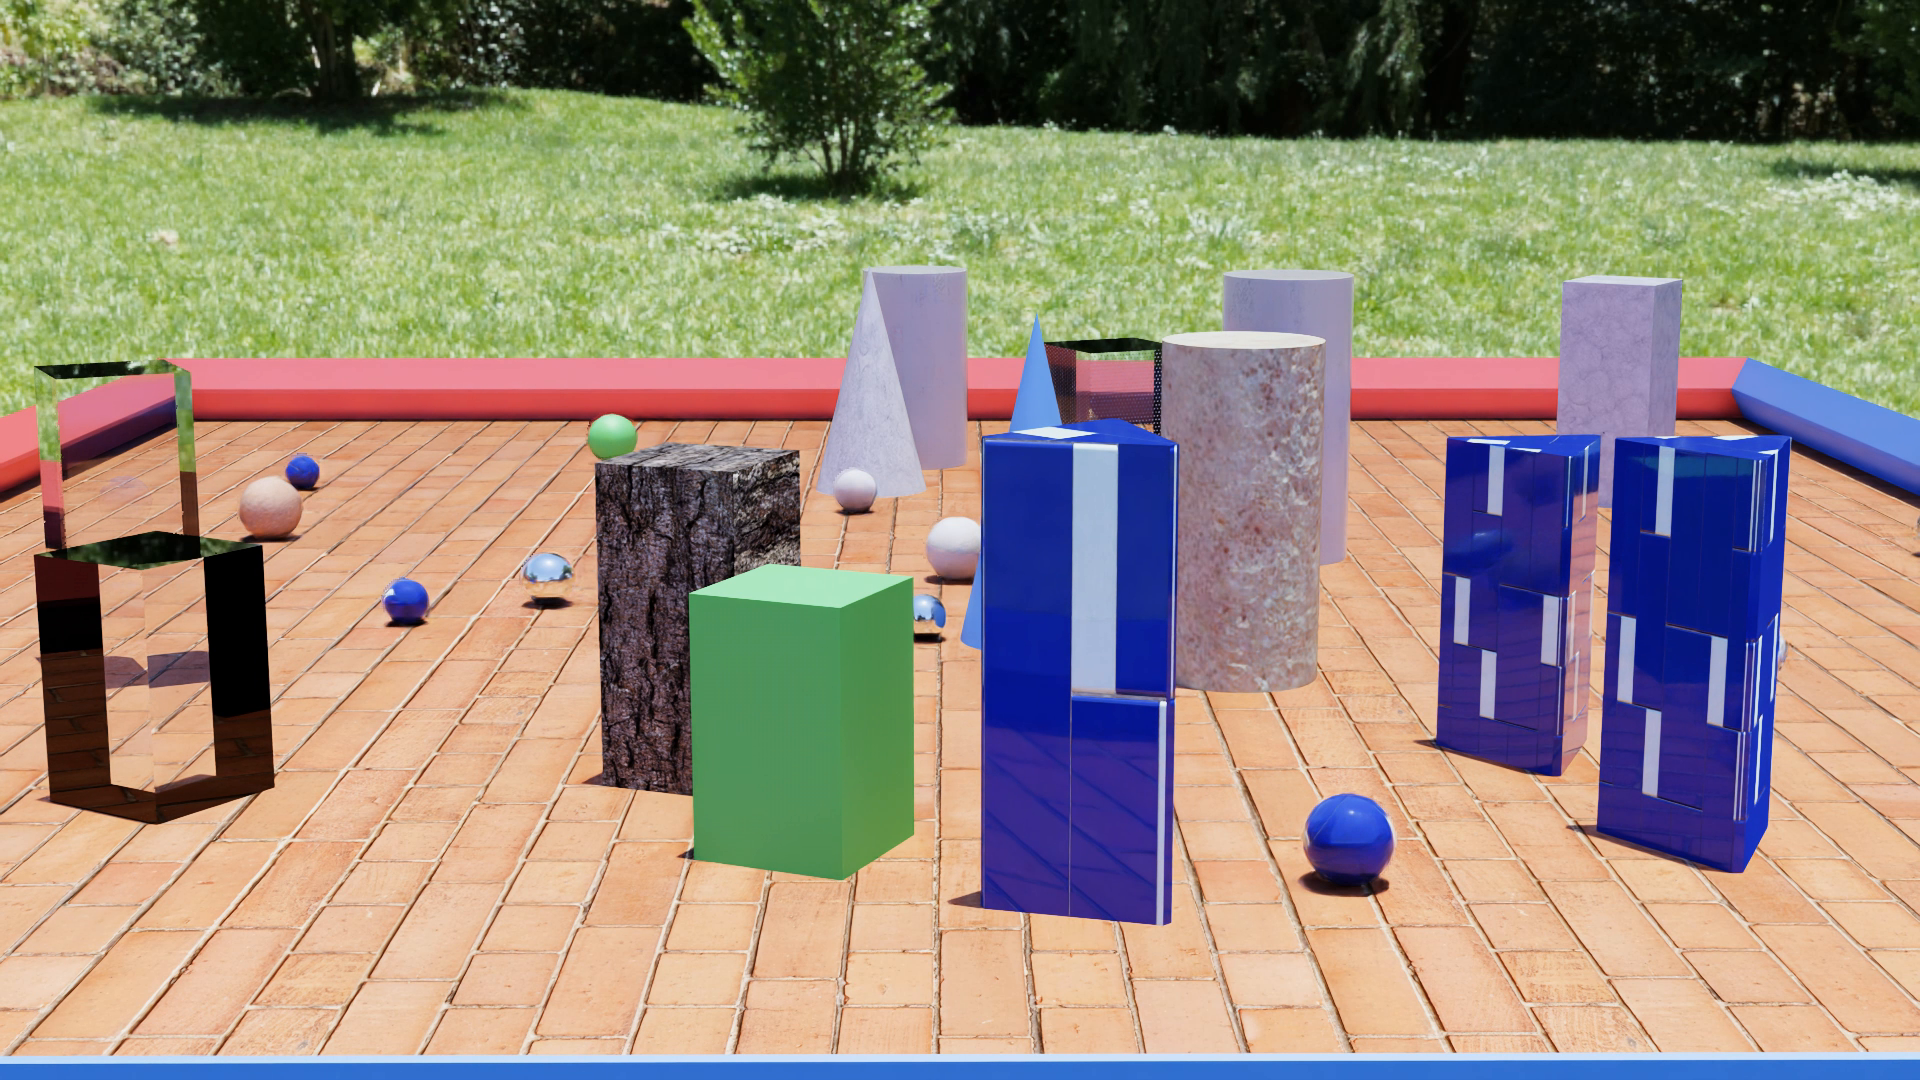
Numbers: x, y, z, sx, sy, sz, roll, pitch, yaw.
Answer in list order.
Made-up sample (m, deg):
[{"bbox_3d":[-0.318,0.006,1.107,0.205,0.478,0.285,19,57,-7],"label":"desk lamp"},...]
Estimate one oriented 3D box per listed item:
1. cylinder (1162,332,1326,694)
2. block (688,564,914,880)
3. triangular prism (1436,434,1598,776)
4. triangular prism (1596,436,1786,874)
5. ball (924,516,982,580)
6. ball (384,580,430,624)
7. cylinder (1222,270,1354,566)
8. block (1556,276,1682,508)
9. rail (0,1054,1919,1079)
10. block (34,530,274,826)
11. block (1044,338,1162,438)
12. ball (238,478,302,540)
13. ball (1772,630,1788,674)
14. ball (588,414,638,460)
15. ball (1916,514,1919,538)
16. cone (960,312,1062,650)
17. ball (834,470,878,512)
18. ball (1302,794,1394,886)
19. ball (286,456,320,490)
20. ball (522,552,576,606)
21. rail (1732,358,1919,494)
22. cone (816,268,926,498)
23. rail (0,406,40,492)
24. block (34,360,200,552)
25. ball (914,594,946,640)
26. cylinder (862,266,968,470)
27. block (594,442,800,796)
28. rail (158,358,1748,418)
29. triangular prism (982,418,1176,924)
[{"bbox_3d":[0.334,-0.037,3.061,0.192,0.405,0.192,0,11,0],"label":"cylinder"},{"bbox_3d":[-0.145,0.165,2.392,0.154,0.252,0.154,5,12,24],"label":"block"},{"bbox_3d":[0.624,0.060,2.729,0.144,0.335,0.166,-8,13,-36],"label":"triangular prism"},{"bbox_3d":[0.719,0.097,2.408,0.144,0.381,0.166,-7,13,-35],"label":"triangular prism"},{"bbox_3d":[-0.004,0.012,3.655,0.091,0.091,0.091,0,11,0],"label":"ball"},{"bbox_3d":[-0.727,0.081,3.372,0.058,0.058,0.058,0,11,0],"label":"ball"},{"bbox_3d":[0.483,-0.184,3.809,0.192,0.420,0.192,0,11,0],"label":"cylinder"},{"bbox_3d":[1.102,-0.249,4.296,0.154,0.371,0.154,7,12,32],"label":"block"},{"bbox_3d":[0.011,0.374,1.609,3.286,0.125,0.045,0,11,0],"label":"rail"},{"bbox_3d":[-0.803,0.133,2.565,0.154,0.251,0.154,6,12,31],"label":"block"},{"bbox_3d":[0.210,-0.099,3.561,0.154,0.344,0.154,-5,12,-25],"label":"block"},{"bbox_3d":[-1.067,-0.049,3.971,0.096,0.096,0.096,0,11,0],"label":"ball"},{"bbox_3d":[0.955,0.133,3.072,0.067,0.067,0.067,0,11,0],"label":"ball"},{"bbox_3d":[-0.640,-0.186,4.723,0.091,0.091,0.091,0,11,0],"label":"ball"},{"bbox_3d":[1.475,-0.020,3.830,0.089,0.089,0.089,0,11,0],"label":"ball"},{"bbox_3d":[0.096,-0.080,3.251,0.192,0.419,0.192,0,11,0],"label":"cone"},{"bbox_3d":[-0.171,-0.080,4.208,0.070,0.070,0.070,0,11,0],"label":"ball"},{"bbox_3d":[0.348,0.268,2.300,0.082,0.082,0.082,0,11,0],"label":"ball"},{"bbox_3d":[-1.137,-0.116,4.437,0.058,0.058,0.058,0,11,0],"label":"ball"},{"bbox_3d":[-0.559,0.053,3.488,0.071,0.071,0.071,0,11,0],"label":"ball"},{"bbox_3d":[1.619,0.030,3.458,0.045,0.125,3.791,0,11,0],"label":"rail"},{"bbox_3d":[-0.154,-0.279,4.410,0.192,0.387,0.192,0,11,0],"label":"cone"},{"bbox_3d":[-1.619,0.034,3.440,0.045,0.125,3.791,0,11,0],"label":"rail"},{"bbox_3d":[-1.018,-0.026,3.111,0.154,0.364,0.154,-6,12,-28],"label":"block"},{"bbox_3d":[-0.046,0.098,3.276,0.060,0.060,0.060,0,11,0],"label":"ball"},{"bbox_3d":[-0.082,-0.318,4.708,0.192,0.356,0.192,0,11,0],"label":"cylinder"},{"bbox_3d":[-0.265,0.079,2.631,0.154,0.333,0.154,4,11,21],"label":"block"},{"bbox_3d":[-0.011,-0.310,5.290,3.286,0.125,0.045,0,11,0],"label":"rail"},{"bbox_3d":[0.118,0.109,2.250,0.166,0.415,0.144,3,11,16],"label":"triangular prism"}]
